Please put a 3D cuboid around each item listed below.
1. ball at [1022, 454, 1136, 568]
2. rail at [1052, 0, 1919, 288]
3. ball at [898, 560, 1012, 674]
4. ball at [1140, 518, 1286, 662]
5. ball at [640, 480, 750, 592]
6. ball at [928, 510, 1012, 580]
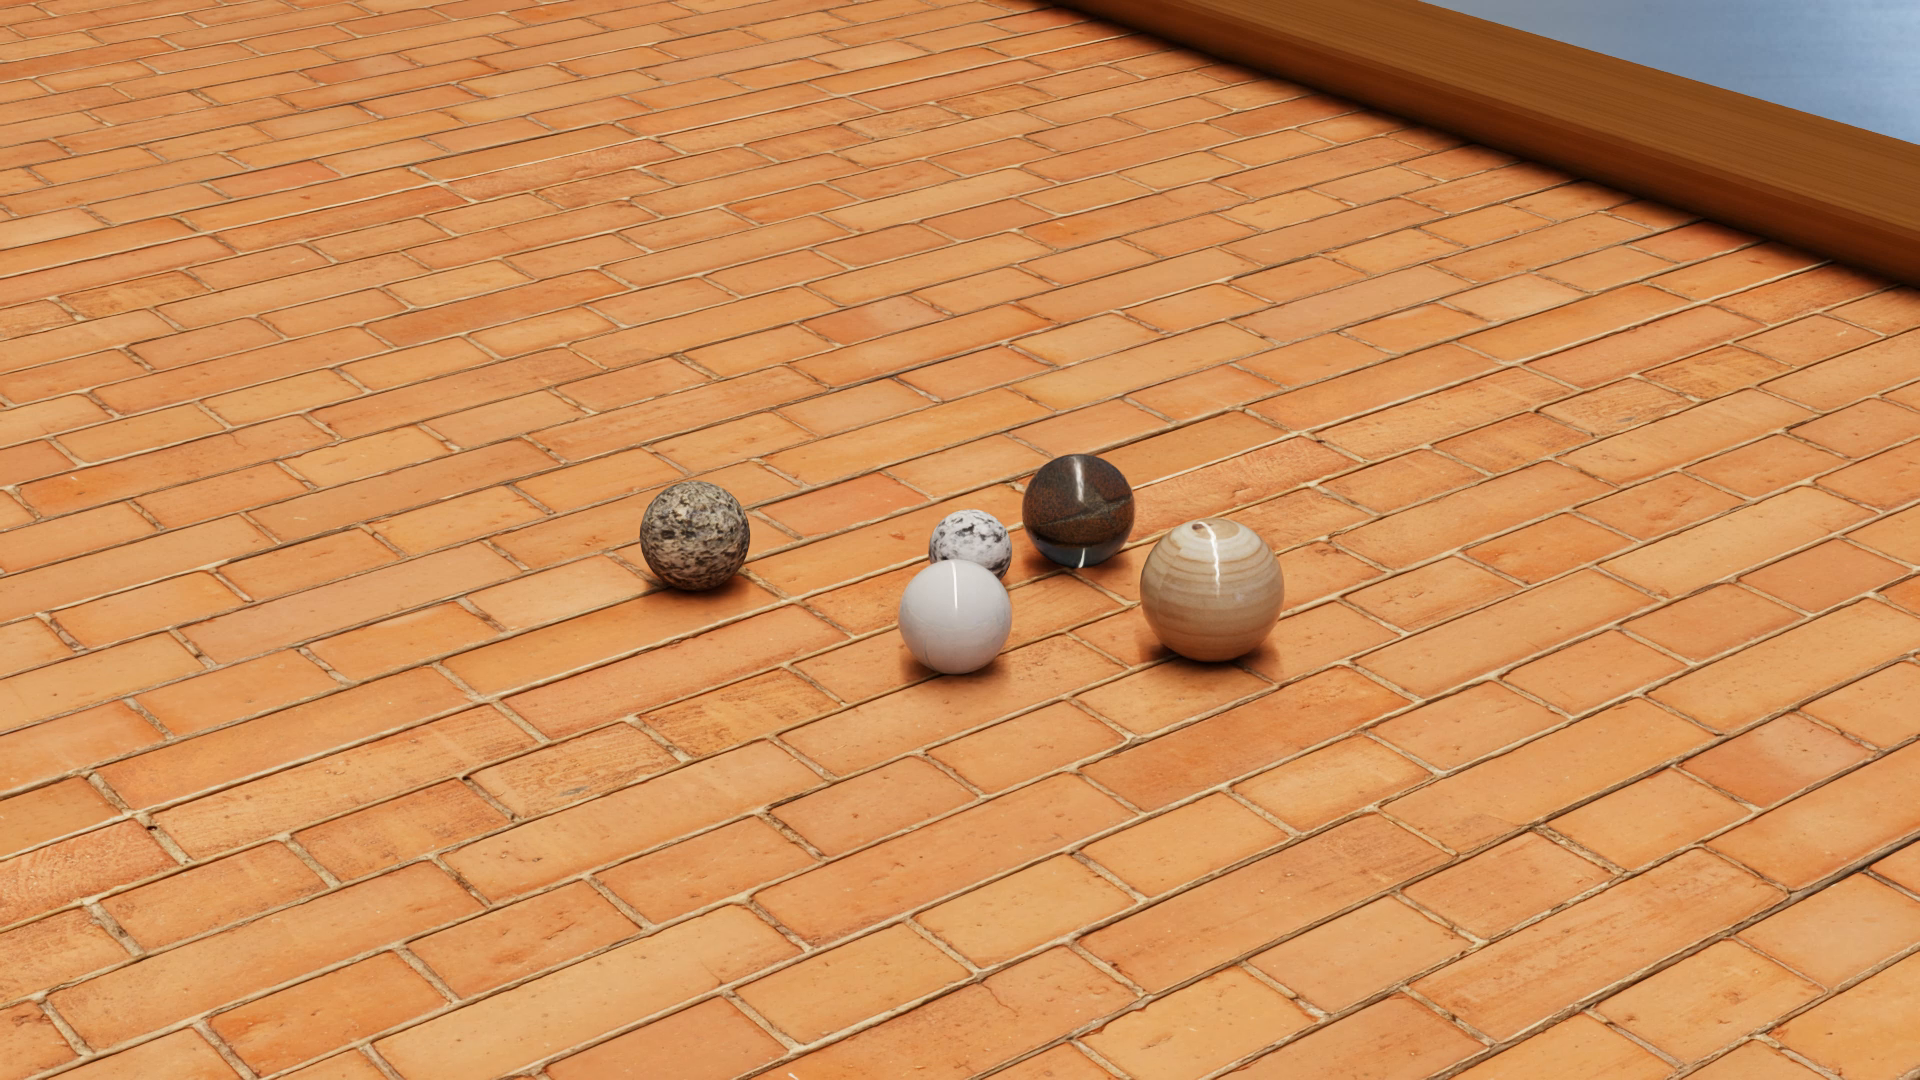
[{"bbox_3d":[0.087,-0.022,2.158,0.084,0.084,0.084,0,25,0],"label":"ball"},{"bbox_3d":[0.222,-0.643,3.419,0.045,0.130,4.079,-18,31,-33],"label":"rail"},{"bbox_3d":[-0.003,0.052,2.008,0.079,0.079,0.079,0,25,0],"label":"ball"},{"bbox_3d":[0.173,0.034,2.021,0.100,0.100,0.100,0,25,0],"label":"ball"},{"bbox_3d":[-0.191,-0.003,2.124,0.080,0.080,0.080,0,25,0],"label":"ball"},{"bbox_3d":[0.007,0.008,2.123,0.061,0.061,0.061,0,25,0],"label":"ball"}]
